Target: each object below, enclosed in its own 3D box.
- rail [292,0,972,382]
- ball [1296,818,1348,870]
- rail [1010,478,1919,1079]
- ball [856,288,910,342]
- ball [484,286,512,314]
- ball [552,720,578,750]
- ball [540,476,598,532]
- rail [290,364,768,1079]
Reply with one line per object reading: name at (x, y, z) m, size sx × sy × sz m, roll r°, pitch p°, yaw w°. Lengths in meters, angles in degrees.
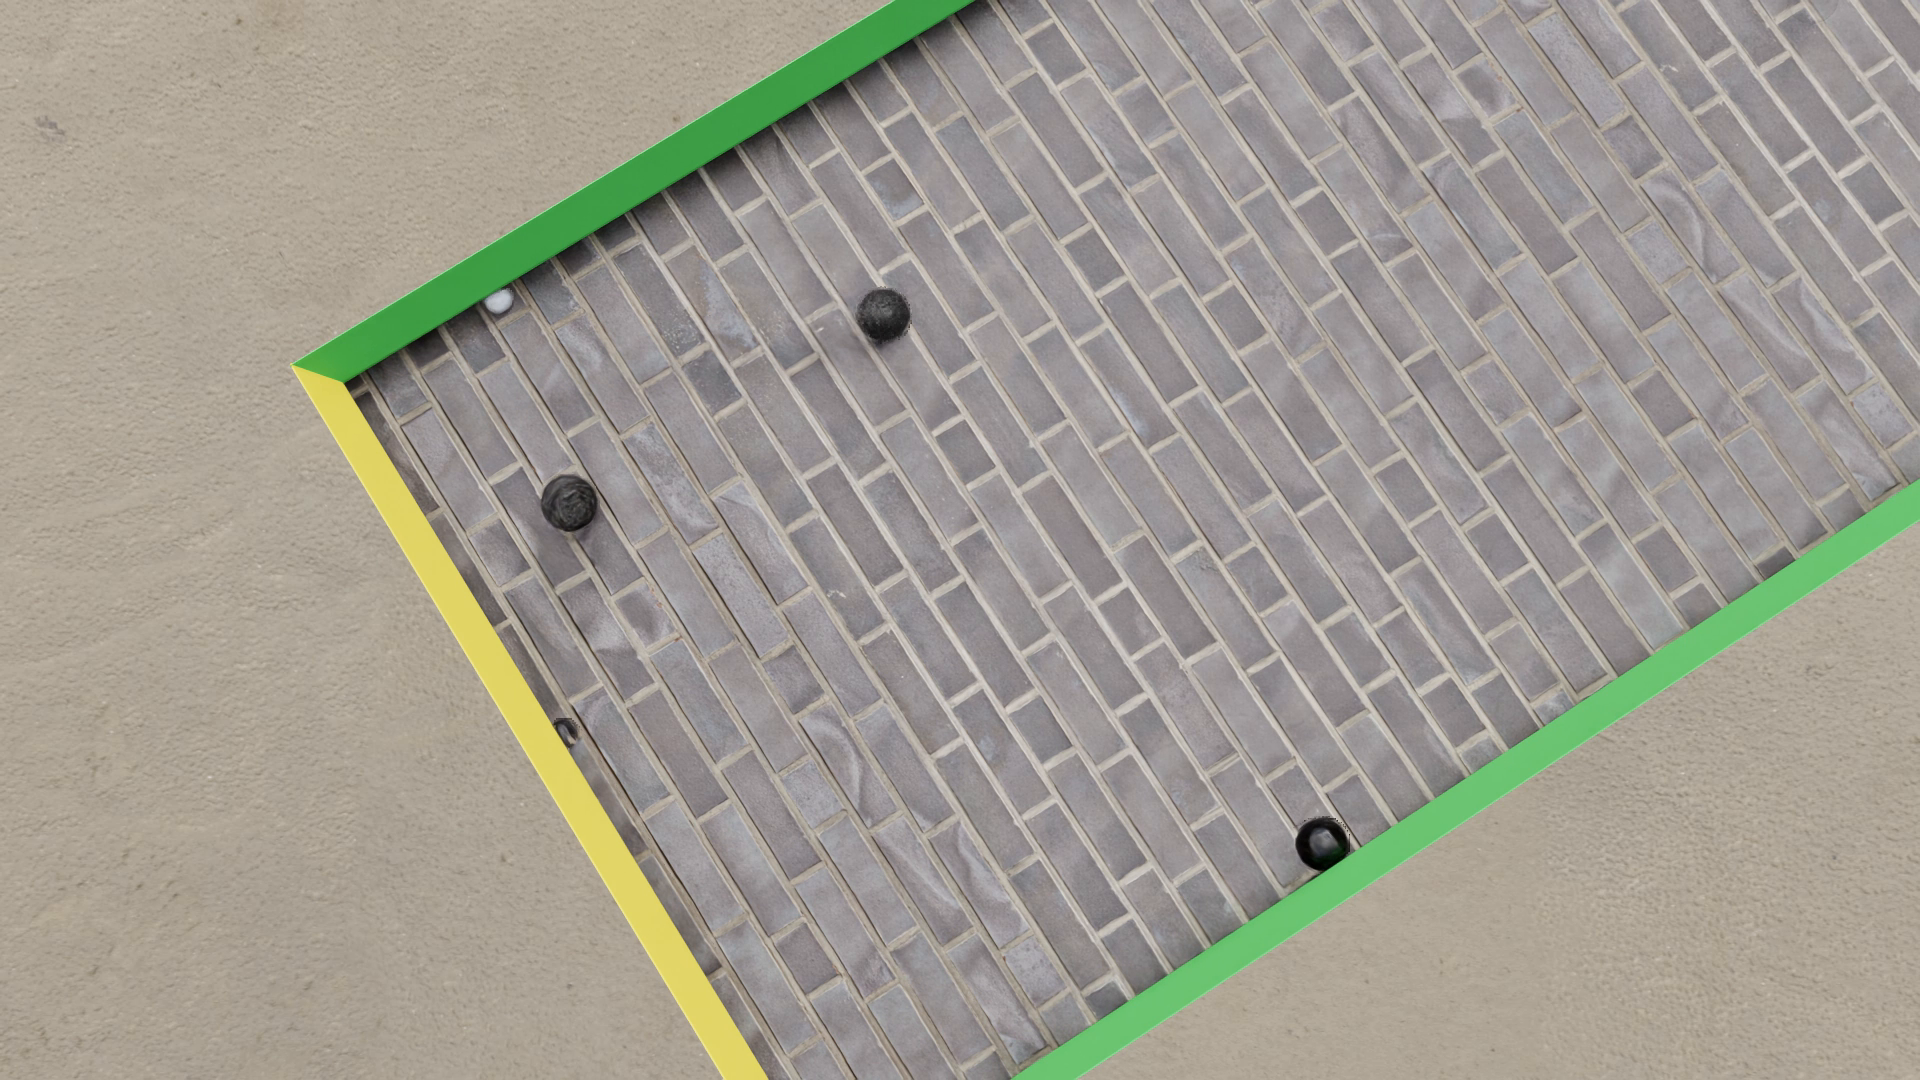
rail at (0.199, -0.972, 3.421) m, size 2.790 × 0.117 × 0.045 m, roll -32°, pitch 82°, yaw -5°
ball at (0.527, 0.443, 3.202) m, size 0.076 × 0.076 × 0.076 m, roll 0°, pitch 80°, yaw 0°
rail at (0.975, 0.221, 3.218) m, size 2.790 × 0.117 × 0.045 m, roll -32°, pitch 82°, yaw -5°
ball at (-0.117, -0.340, 3.333) m, size 0.081 × 0.081 × 0.081 m, roll 0°, pitch 80°, yaw 0°
ball at (-0.706, -0.367, 3.357) m, size 0.042 × 0.042 × 0.042 m, roll 0°, pitch 80°, yaw 0°
ball at (-0.585, 0.287, 3.244) m, size 0.045 × 0.045 × 0.045 m, roll 0°, pitch 80°, yaw 0°
ball at (-0.584, -0.055, 3.283) m, size 0.084 × 0.084 × 0.084 m, roll 0°, pitch 80°, yaw 0°
rail at (-0.567, 0.355, 3.195) m, size 0.045 × 0.117 × 1.485 m, roll -32°, pitch 82°, yaw -5°
